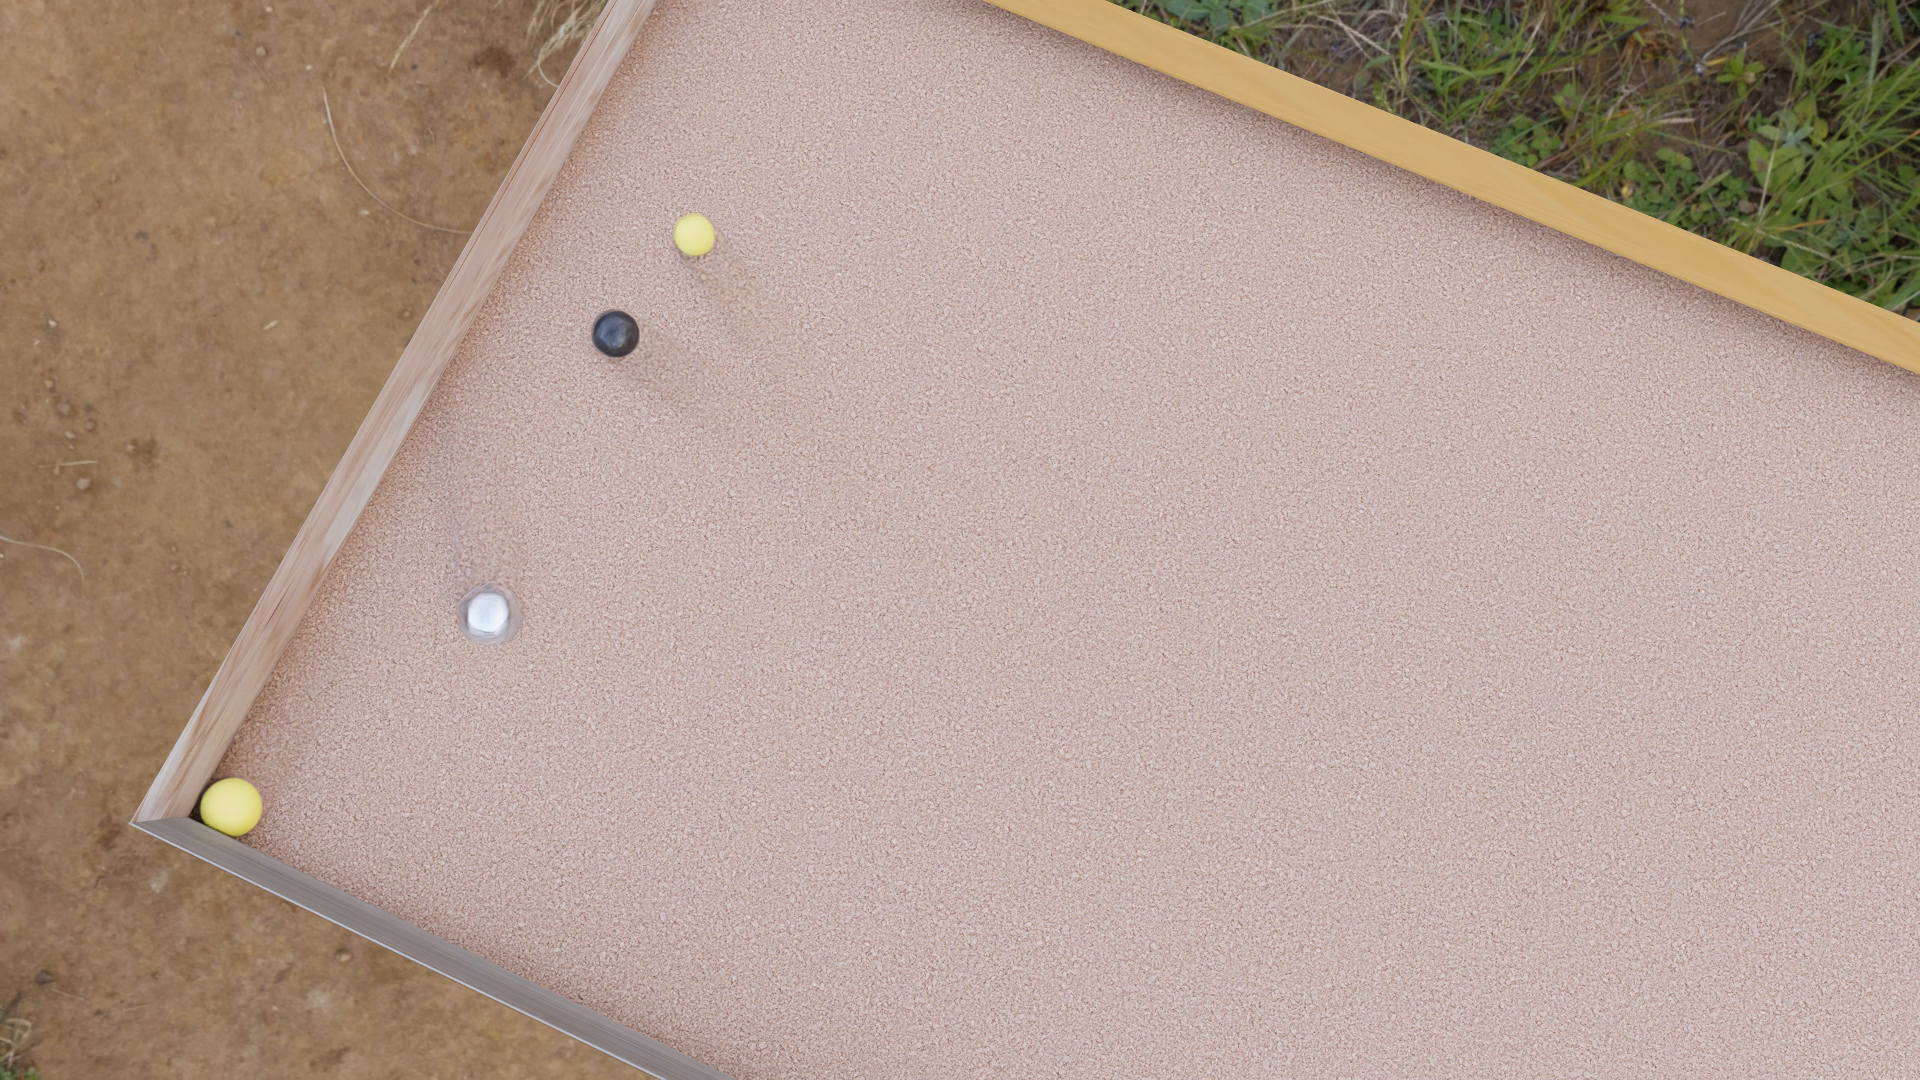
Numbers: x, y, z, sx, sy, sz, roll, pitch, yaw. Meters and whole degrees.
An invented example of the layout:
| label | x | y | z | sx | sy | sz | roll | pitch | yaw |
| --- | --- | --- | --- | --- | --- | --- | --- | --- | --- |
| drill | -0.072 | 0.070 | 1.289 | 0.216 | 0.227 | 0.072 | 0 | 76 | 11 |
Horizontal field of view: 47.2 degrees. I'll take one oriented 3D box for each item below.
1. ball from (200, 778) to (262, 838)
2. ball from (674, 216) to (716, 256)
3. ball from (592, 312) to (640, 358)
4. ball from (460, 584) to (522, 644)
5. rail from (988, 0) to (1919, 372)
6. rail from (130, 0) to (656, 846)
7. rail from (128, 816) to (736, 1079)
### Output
| label | x | y | z | sx | sy | sz | roll | pitch | yaw |
| --- | --- | --- | --- | --- | --- | --- | --- | --- | --- |
| ball | -1.082 | 0.397 | 3.265 | 0.088 | 0.088 | 0.088 | 0 | 72 | 0 |
| ball | -0.431 | -0.494 | 3.571 | 0.066 | 0.066 | 0.066 | 0 | 72 | 0 |
| ball | -0.549 | -0.328 | 3.512 | 0.075 | 0.075 | 0.075 | 0 | 72 | 0 |
| ball | -0.716 | 0.113 | 3.357 | 0.093 | 0.093 | 0.093 | 0 | 72 | 0 |
| rail | 1.190 | -0.425 | 3.515 | 3.594 | 0.128 | 0.045 | 24 | 73 | 8 |
| rail | -0.795 | -0.354 | 3.491 | 0.045 | 0.128 | 1.838 | 24 | 73 | 8 |
| rail | 0.444 | 1.120 | 3.004 | 3.594 | 0.128 | 0.045 | 24 | 73 | 8 |
